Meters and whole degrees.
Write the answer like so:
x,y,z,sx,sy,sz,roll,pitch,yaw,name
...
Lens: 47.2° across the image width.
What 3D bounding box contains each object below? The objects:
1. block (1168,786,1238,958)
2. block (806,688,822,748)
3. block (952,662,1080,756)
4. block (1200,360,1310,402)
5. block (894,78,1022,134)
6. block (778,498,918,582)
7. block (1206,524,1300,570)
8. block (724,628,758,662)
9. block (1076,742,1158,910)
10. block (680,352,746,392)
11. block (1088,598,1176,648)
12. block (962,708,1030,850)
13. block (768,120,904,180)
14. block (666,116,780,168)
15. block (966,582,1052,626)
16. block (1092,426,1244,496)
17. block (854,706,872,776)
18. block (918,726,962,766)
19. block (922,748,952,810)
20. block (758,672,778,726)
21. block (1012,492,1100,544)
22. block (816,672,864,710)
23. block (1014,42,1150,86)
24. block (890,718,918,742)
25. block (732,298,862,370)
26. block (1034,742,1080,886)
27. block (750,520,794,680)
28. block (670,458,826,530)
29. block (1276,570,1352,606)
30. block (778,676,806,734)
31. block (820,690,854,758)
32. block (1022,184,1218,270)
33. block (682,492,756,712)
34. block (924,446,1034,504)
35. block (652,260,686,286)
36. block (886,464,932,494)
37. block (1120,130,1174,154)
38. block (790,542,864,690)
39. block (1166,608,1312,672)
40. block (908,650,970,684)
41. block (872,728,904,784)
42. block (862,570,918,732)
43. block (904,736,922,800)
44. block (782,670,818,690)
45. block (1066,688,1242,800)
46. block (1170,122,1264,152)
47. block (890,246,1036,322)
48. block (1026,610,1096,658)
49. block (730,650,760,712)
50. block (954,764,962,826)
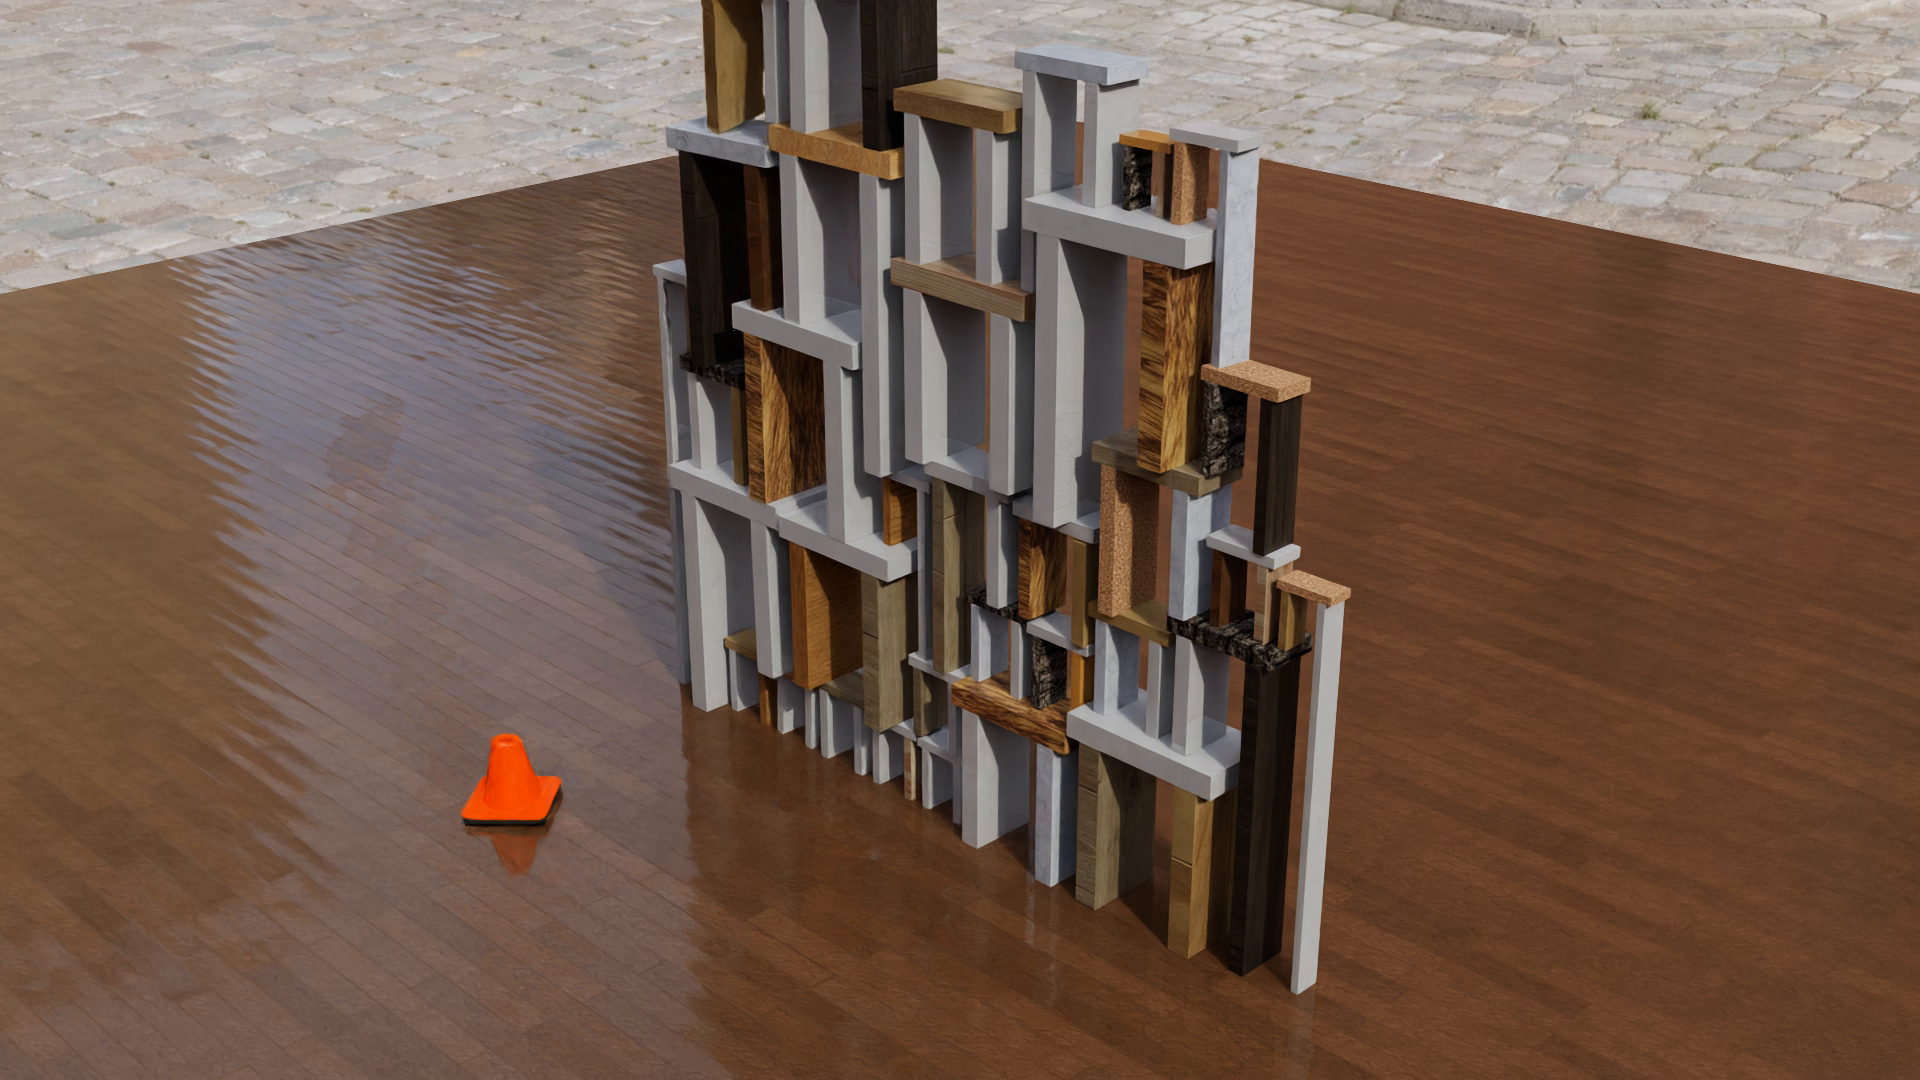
x,y,z,sx,sy,sz,roll,pitch,yaw,name
0.455,0.571,3.980,0.048,0.339,0.170,21,31,41,block
-0.298,0.370,4.706,0.072,0.143,0.020,-21,33,-41,block
0.141,0.317,4.201,0.148,0.042,0.296,-21,31,-41,block
0.481,-0.263,3.585,0.081,0.023,0.163,-20,30,-39,block
0.026,-0.764,3.866,0.136,0.039,0.272,-21,31,-41,block
-0.197,-0.006,4.426,0.162,0.046,0.324,-22,31,-40,block
0.492,0.011,3.691,0.142,0.020,0.071,21,31,40,block
-0.438,0.235,4.803,0.148,0.021,0.074,21,31,41,block
0.295,0.509,4.127,0.048,0.339,0.170,21,31,41,block
-0.474,-0.360,4.577,0.107,0.030,0.214,-22,31,-40,block
0.331,0.137,3.930,0.094,0.027,0.188,-21,31,-41,block
0.071,0.446,4.331,0.148,0.296,0.042,-21,31,-41,block
-0.187,-0.740,4.113,0.330,0.047,0.165,21,31,40,block
-0.426,-0.785,4.315,0.292,0.041,0.146,19,31,40,block
0.095,0.117,4.180,0.080,0.023,0.160,-21,31,-40,block
0.355,-0.137,3.777,0.238,0.034,0.119,21,31,40,block
-0.185,0.407,4.601,0.079,0.158,0.022,-21,31,-41,block
-0.015,0.415,4.412,0.135,0.019,0.068,21,31,41,block
-0.046,0.474,4.471,0.067,0.135,0.019,-21,31,-41,block
-0.403,0.326,4.804,0.021,0.148,0.074,21,31,41,block
0.201,-0.046,3.991,0.099,0.028,0.199,-21,31,-40,block
-0.222,0.309,4.600,0.079,0.022,0.157,-21,31,-40,block
0.202,-0.795,3.667,0.208,0.029,0.104,21,31,41,block
-0.115,0.368,4.503,0.142,0.020,0.071,21,31,41,block
-0.266,-0.421,4.330,0.356,0.050,0.178,22,32,40,block
0.211,0.500,4.203,0.148,0.296,0.042,-21,31,-40,block
-0.352,0.101,4.649,0.175,0.350,0.050,-21,30,-40,block
-0.436,-0.114,4.648,0.175,0.050,0.350,-21,30,-40,block
0.582,0.079,3.620,0.109,0.015,0.054,21,31,40,block
-0.362,0.342,4.769,0.020,0.143,0.072,23,31,39,block
-0.259,0.378,4.669,0.079,0.157,0.022,-21,31,-41,block
0.296,-0.529,3.675,0.179,0.051,0.358,-21,31,-41,block
-0.516,0.113,4.836,0.050,0.513,0.175,21,31,41,block
0.048,-0.126,4.121,0.110,0.031,0.220,-21,31,-41,block
-0.572,-0.559,4.607,0.073,0.021,0.146,-20,29,-38,block
-0.085,-0.128,4.262,0.072,0.020,0.143,-21,31,-40,block
0.321,-0.653,3.605,0.054,0.015,0.109,-21,31,-40,block
-0.273,0.134,4.569,0.162,0.324,0.046,-21,31,-40,block
0.479,0.158,3.774,0.113,0.032,0.227,-21,31,-40,block
-0.024,0.248,4.351,0.149,0.021,0.075,21,31,41,block
-0.148,0.430,4.566,0.071,0.142,0.020,-21,31,-41,block
-0.121,0.202,4.432,0.162,0.341,0.046,-22,31,-40,block
-0.081,0.456,4.504,0.020,0.142,0.071,21,31,41,block
-0.332,0.280,4.702,0.072,0.020,0.143,-21,30,-40,block
0.375,0.362,3.978,0.170,0.048,0.339,-21,31,-40,block
0.409,-0.643,3.508,0.136,0.019,0.068,20,30,39,block
0.051,-0.469,3.975,0.167,0.047,0.334,-21,31,-41,block
0.204,0.173,4.075,0.150,0.021,0.075,21,31,40,block
-0.473,0.299,4.868,0.021,0.148,0.074,21,31,41,block
0.017,0.499,4.413,0.067,0.135,0.019,-21,31,-41,block
